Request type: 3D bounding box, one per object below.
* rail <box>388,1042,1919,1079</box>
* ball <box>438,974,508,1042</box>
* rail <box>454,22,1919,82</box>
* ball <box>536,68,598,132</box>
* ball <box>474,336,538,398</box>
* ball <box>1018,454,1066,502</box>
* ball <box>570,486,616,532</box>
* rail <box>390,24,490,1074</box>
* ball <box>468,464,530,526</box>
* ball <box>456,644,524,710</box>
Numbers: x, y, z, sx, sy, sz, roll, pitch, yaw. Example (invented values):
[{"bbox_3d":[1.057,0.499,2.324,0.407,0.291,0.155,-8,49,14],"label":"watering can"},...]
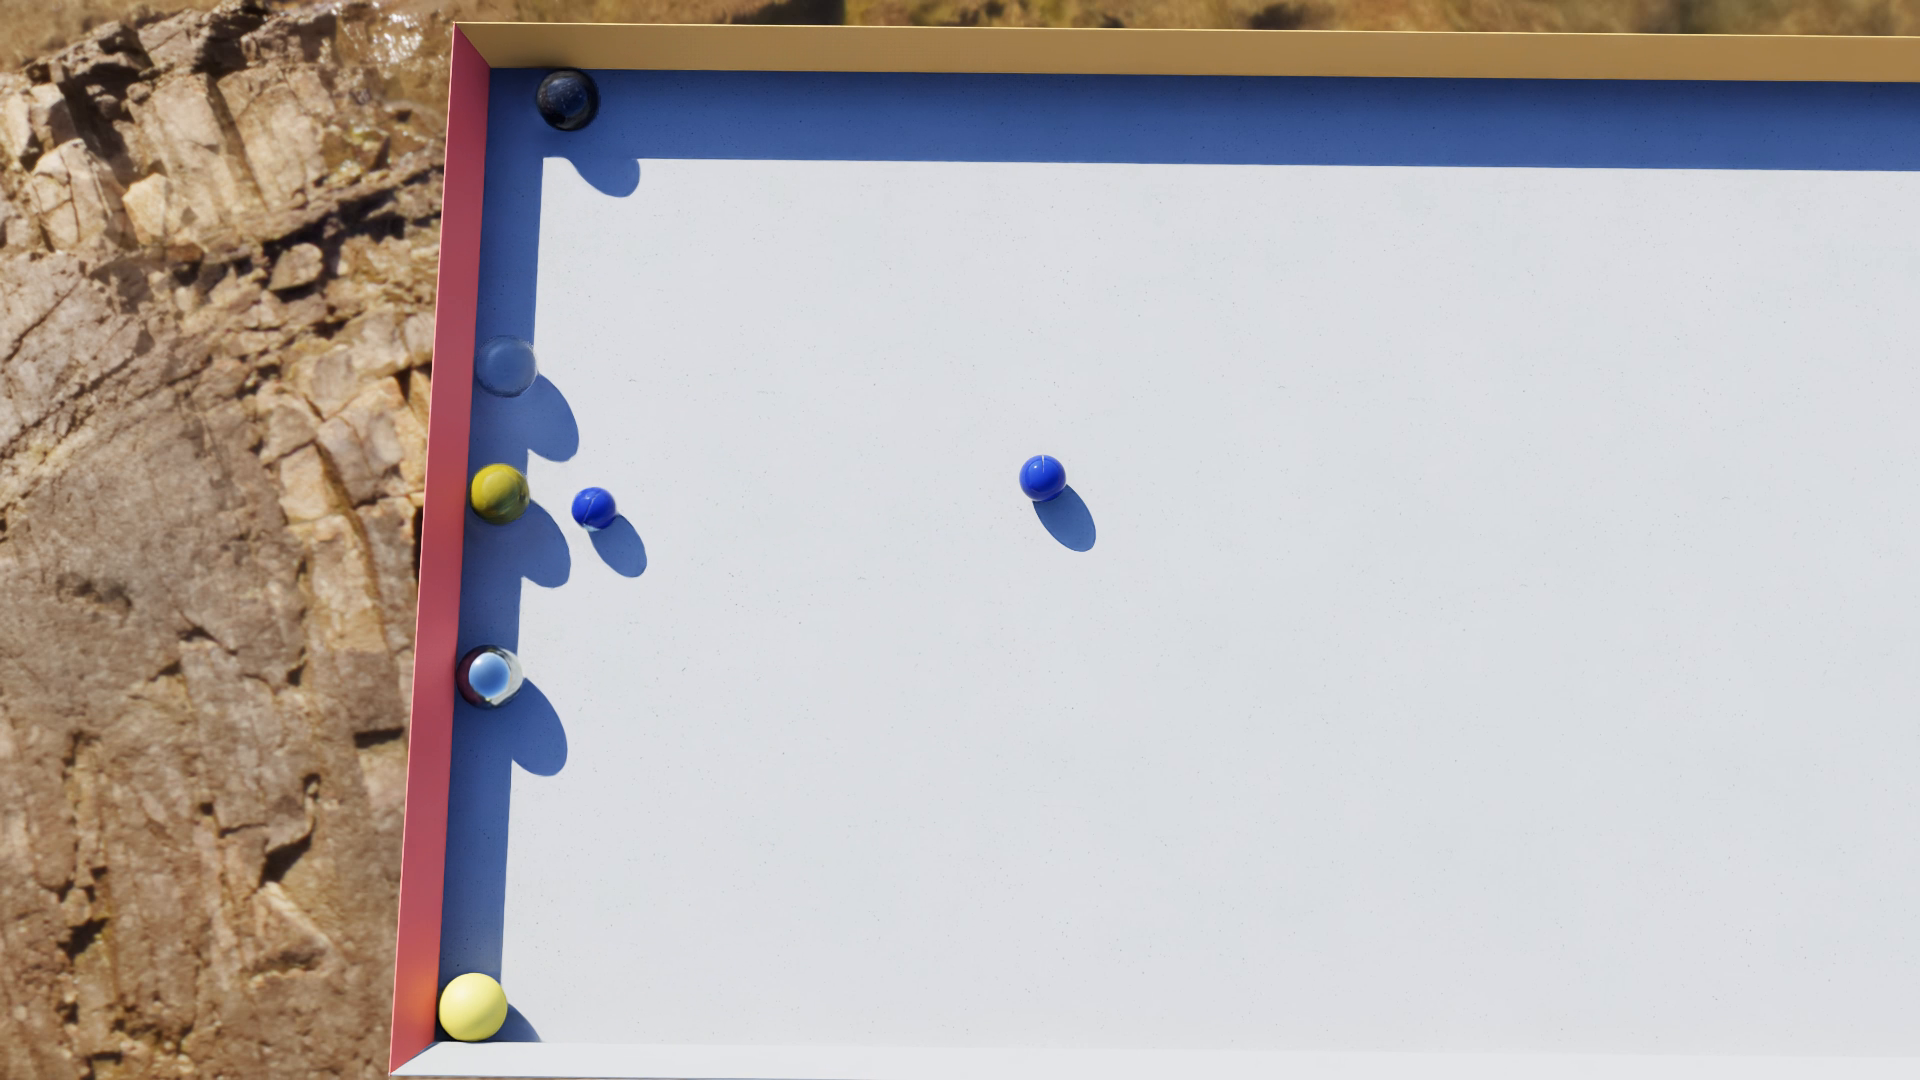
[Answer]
[{"bbox_3d":[0.777,0.751,3.117,3.142,0.127,0.045,1,78,0],"label":"rail"},{"bbox_3d":[-0.698,0.670,3.150,0.098,0.098,0.098,0,78,0],"label":"ball"},{"bbox_3d":[0.794,-0.743,3.425,3.142,0.127,0.045,1,78,0],"label":"rail"},{"bbox_3d":[-0.613,-0.686,3.430,0.097,0.097,0.097,0,78,0],"label":"ball"},{"bbox_3d":[-0.690,-0.263,3.344,0.094,0.094,0.094,0,78,0],"label":"ball"},{"bbox_3d":[0.125,-0.093,3.320,0.073,0.073,0.073,0,78,0],"label":"ball"},{"bbox_3d":[-0.552,-0.047,3.313,0.068,0.068,0.068,0,78,0],"label":"ball"},{"bbox_3d":[-0.762,-0.012,3.274,0.045,0.127,1.572,1,78,0],"label":"rail"},{"bbox_3d":[-0.692,-0.068,3.305,0.091,0.091,0.091,0,78,0],"label":"ball"},{"bbox_3d":[-0.695,0.202,3.246,0.097,0.097,0.097,0,78,0],"label":"ball"}]
